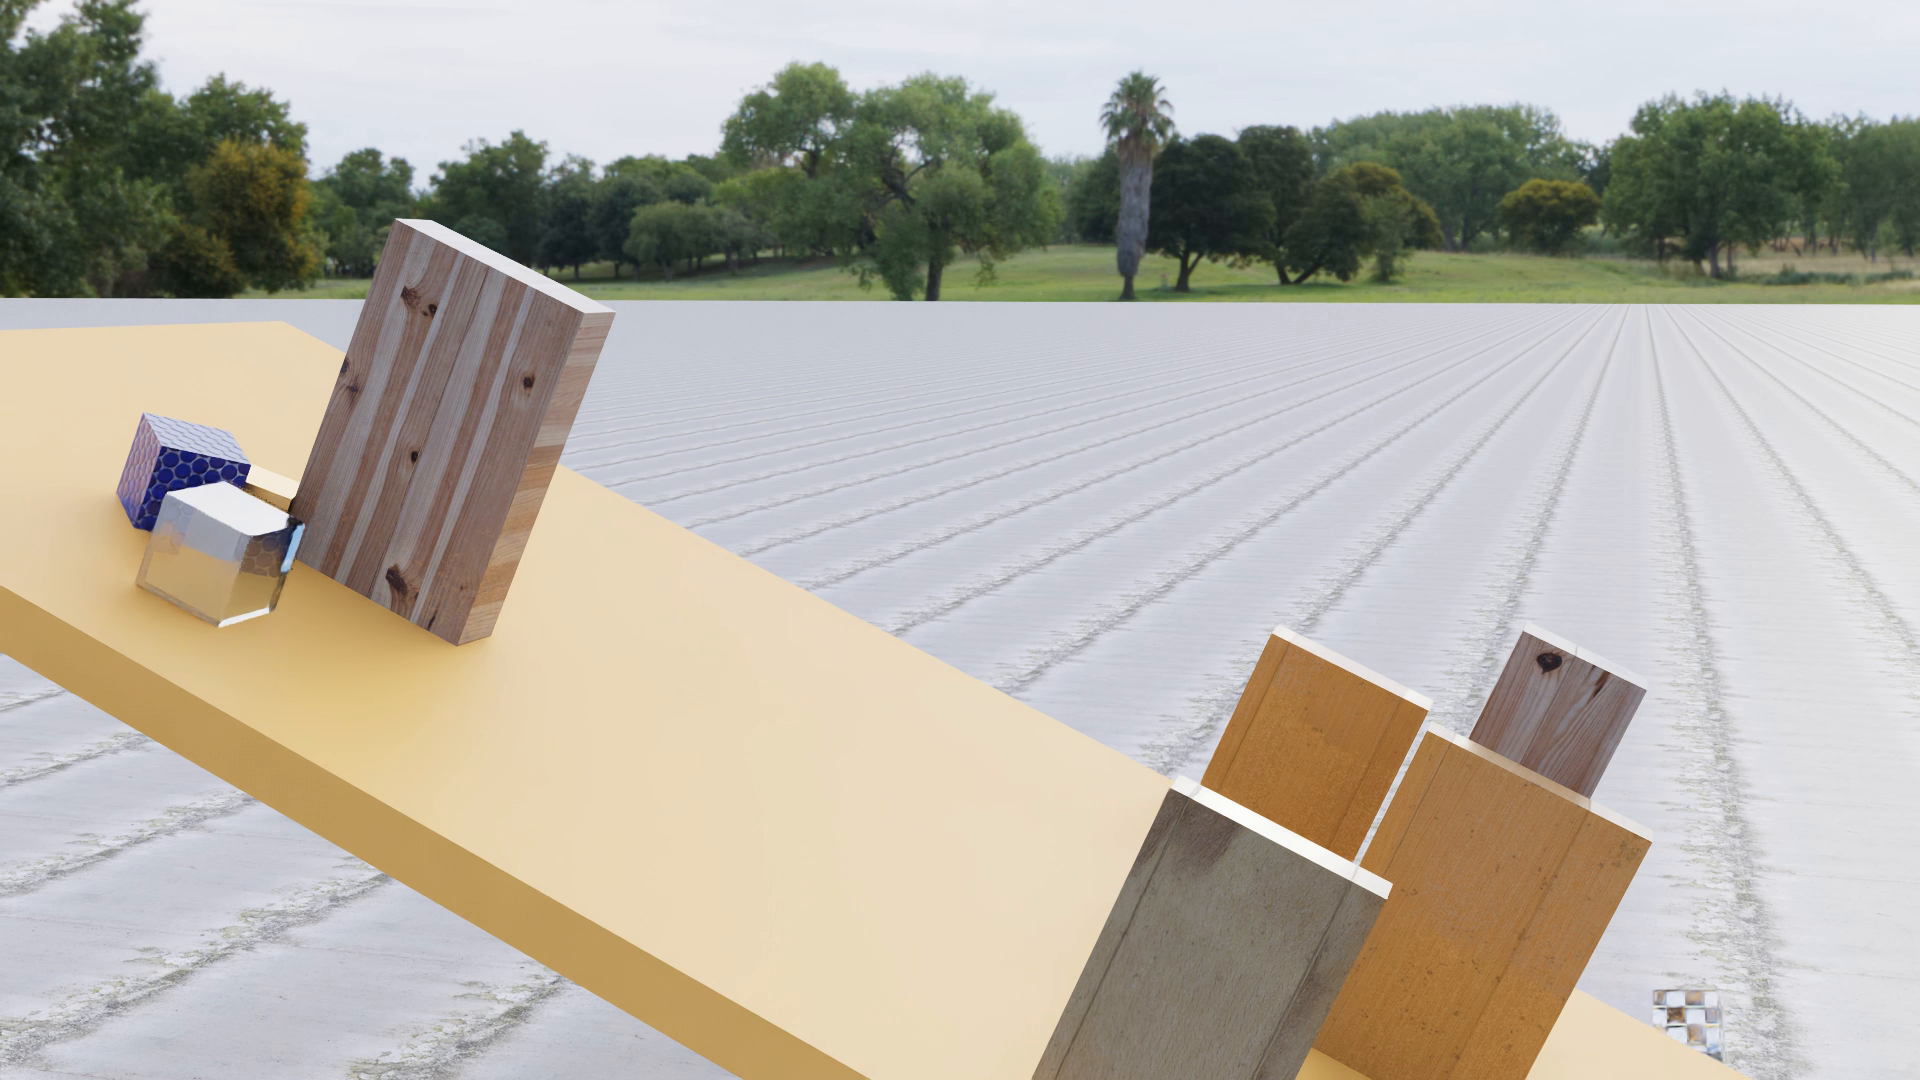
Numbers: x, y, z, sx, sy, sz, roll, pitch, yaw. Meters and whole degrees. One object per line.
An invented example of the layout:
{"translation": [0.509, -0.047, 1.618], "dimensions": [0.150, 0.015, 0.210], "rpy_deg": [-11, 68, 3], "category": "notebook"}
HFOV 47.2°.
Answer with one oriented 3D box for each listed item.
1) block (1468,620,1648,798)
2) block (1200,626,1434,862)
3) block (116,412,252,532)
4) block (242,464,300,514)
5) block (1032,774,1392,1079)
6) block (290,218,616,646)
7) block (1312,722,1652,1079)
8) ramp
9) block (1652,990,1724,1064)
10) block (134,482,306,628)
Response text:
{"translation": [0.996, 0.558, 4.122], "dimensions": [0.240, 0.780, 0.120], "rpy_deg": [27, 14, 13], "category": "block"}
{"translation": [0.713, 0.480, 4.579], "dimensions": [0.351, 0.491, 0.110], "rpy_deg": [27, 14, 13], "category": "block"}
{"translation": [-1.408, -0.111, 3.985], "dimensions": [0.162, 0.162, 0.162], "rpy_deg": [14, 17, -37], "category": "block"}
{"translation": [-1.298, -0.060, 4.088], "dimensions": [0.109, 0.109, 0.109], "rpy_deg": [22, 13, -7], "category": "block"}
{"translation": [0.350, 0.656, 3.168], "dimensions": [0.335, 0.536, 0.080], "rpy_deg": [27, 14, 13], "category": "block"}
{"translation": [-0.944, -0.198, 4.021], "dimensions": [0.407, 0.662, 0.125], "rpy_deg": [27, 14, 13], "category": "block"}
{"translation": [0.870, 0.679, 3.817], "dimensions": [0.409, 0.605, 0.083], "rpy_deg": [27, 14, 13], "category": "block"}
{"translation": [-0.278, 0.480, 4.178], "dimensions": [4.000, 0.100, 2.000], "rpy_deg": [27, 14, 13], "category": "ramp"}
{"translation": [1.677, 1.120, 5.063], "dimensions": [0.142, 0.142, 0.142], "rpy_deg": [-4, -24, 22], "category": "block"}
{"translation": [-1.249, 0.022, 3.718], "dimensions": [0.169, 0.169, 0.169], "rpy_deg": [26, 13, 10], "category": "block"}
